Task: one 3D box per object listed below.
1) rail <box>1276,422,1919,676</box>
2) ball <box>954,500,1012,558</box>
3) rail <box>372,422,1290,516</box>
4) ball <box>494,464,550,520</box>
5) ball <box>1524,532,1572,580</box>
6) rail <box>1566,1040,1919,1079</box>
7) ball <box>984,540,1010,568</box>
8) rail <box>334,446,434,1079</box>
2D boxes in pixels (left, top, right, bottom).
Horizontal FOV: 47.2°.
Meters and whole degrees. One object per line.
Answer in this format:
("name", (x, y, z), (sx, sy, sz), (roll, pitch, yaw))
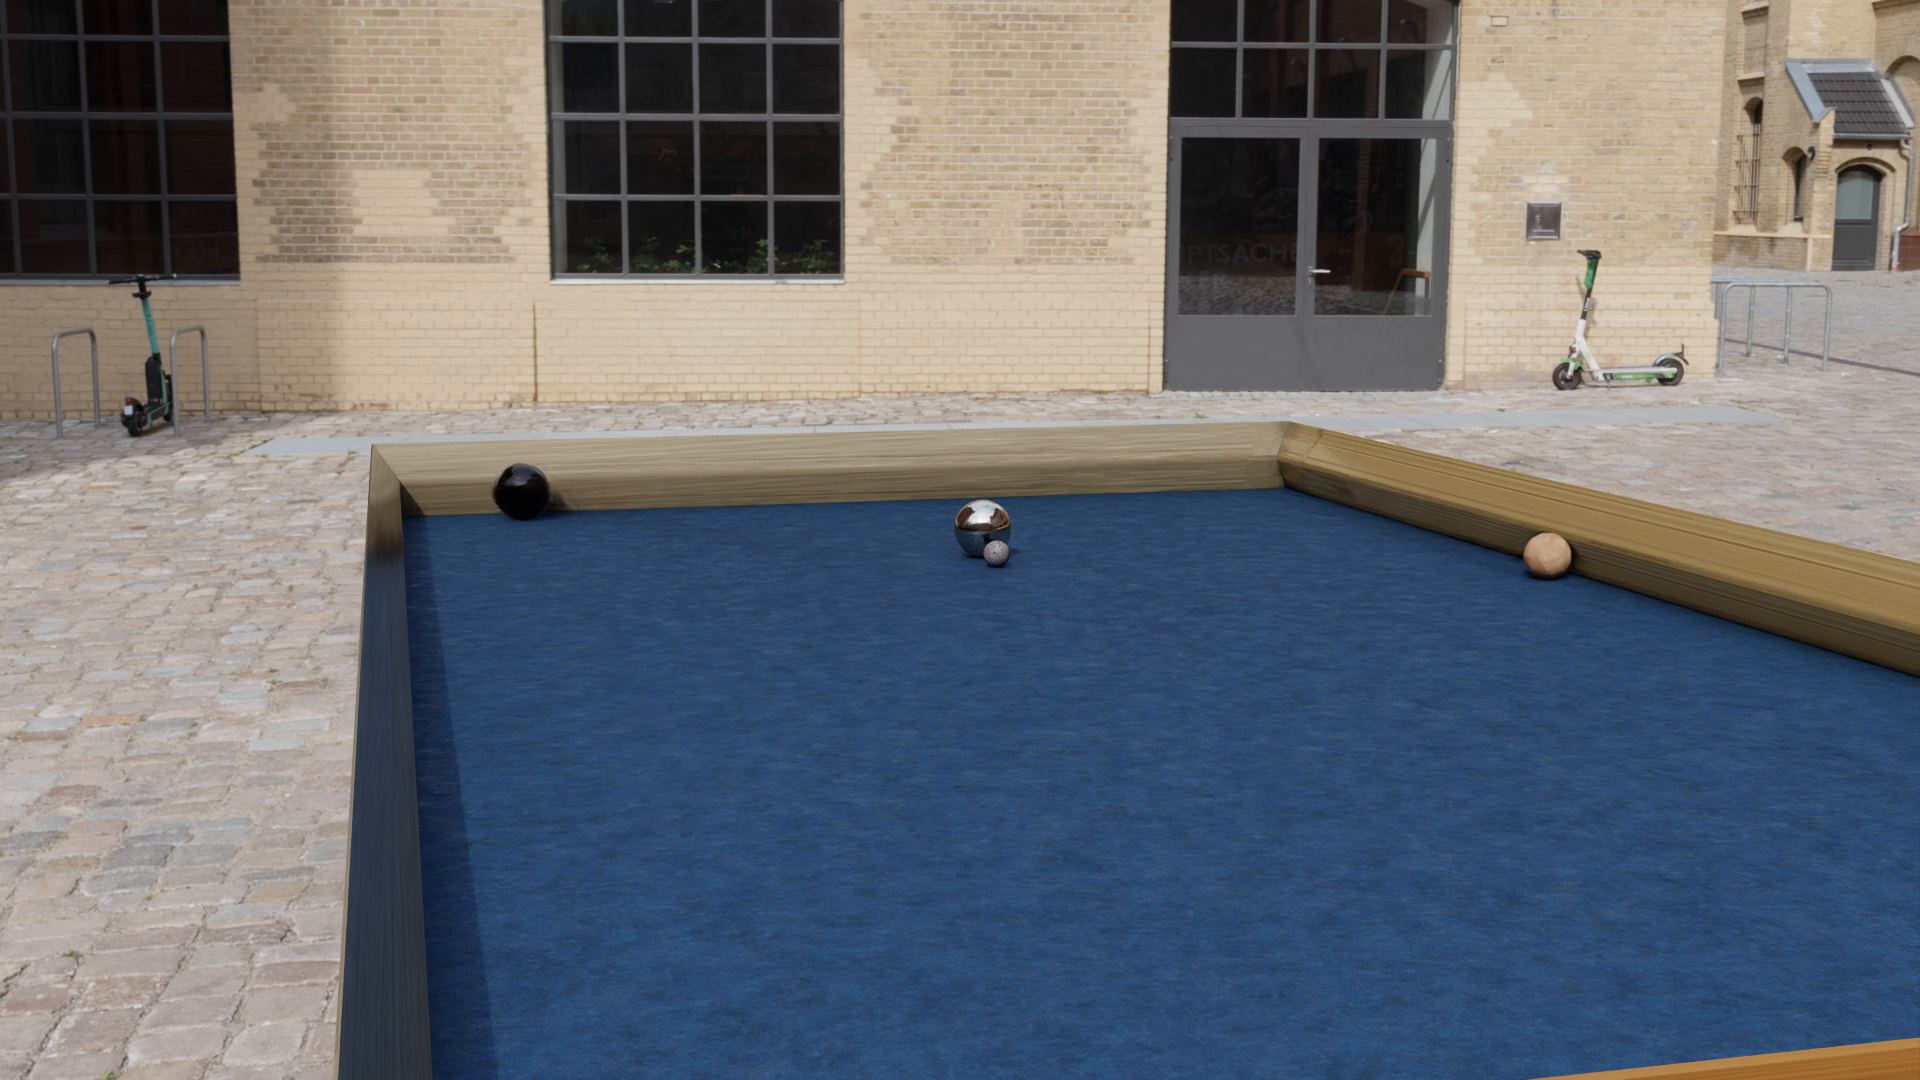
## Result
("rail", (1.009, 0.052, 2.799), (0.045, 0.128, 3.109), (-2, 9, -14))
("ball", (0.035, -0.018, 3.413), (0.090, 0.090, 0.090), (0, 8, 0))
("rail", (-0.189, -0.133, 4.057), (1.731, 0.128, 0.045), (-2, 9, -14))
("ball", (-0.765, -0.085, 3.840), (0.099, 0.099, 0.099), (0, 8, 0))
("ball", (0.857, 0.023, 3.208), (0.068, 0.068, 0.068), (0, 8, 0))
("rail", (0.578, 0.298, 1.124), (1.731, 0.128, 0.045), (-2, 9, -14))
("ball", (0.055, 0.021, 3.322), (0.040, 0.040, 0.040), (0, 8, 0))
("rail", (-0.620, 0.113, 2.382), (0.045, 0.128, 3.109), (-2, 9, -14))
